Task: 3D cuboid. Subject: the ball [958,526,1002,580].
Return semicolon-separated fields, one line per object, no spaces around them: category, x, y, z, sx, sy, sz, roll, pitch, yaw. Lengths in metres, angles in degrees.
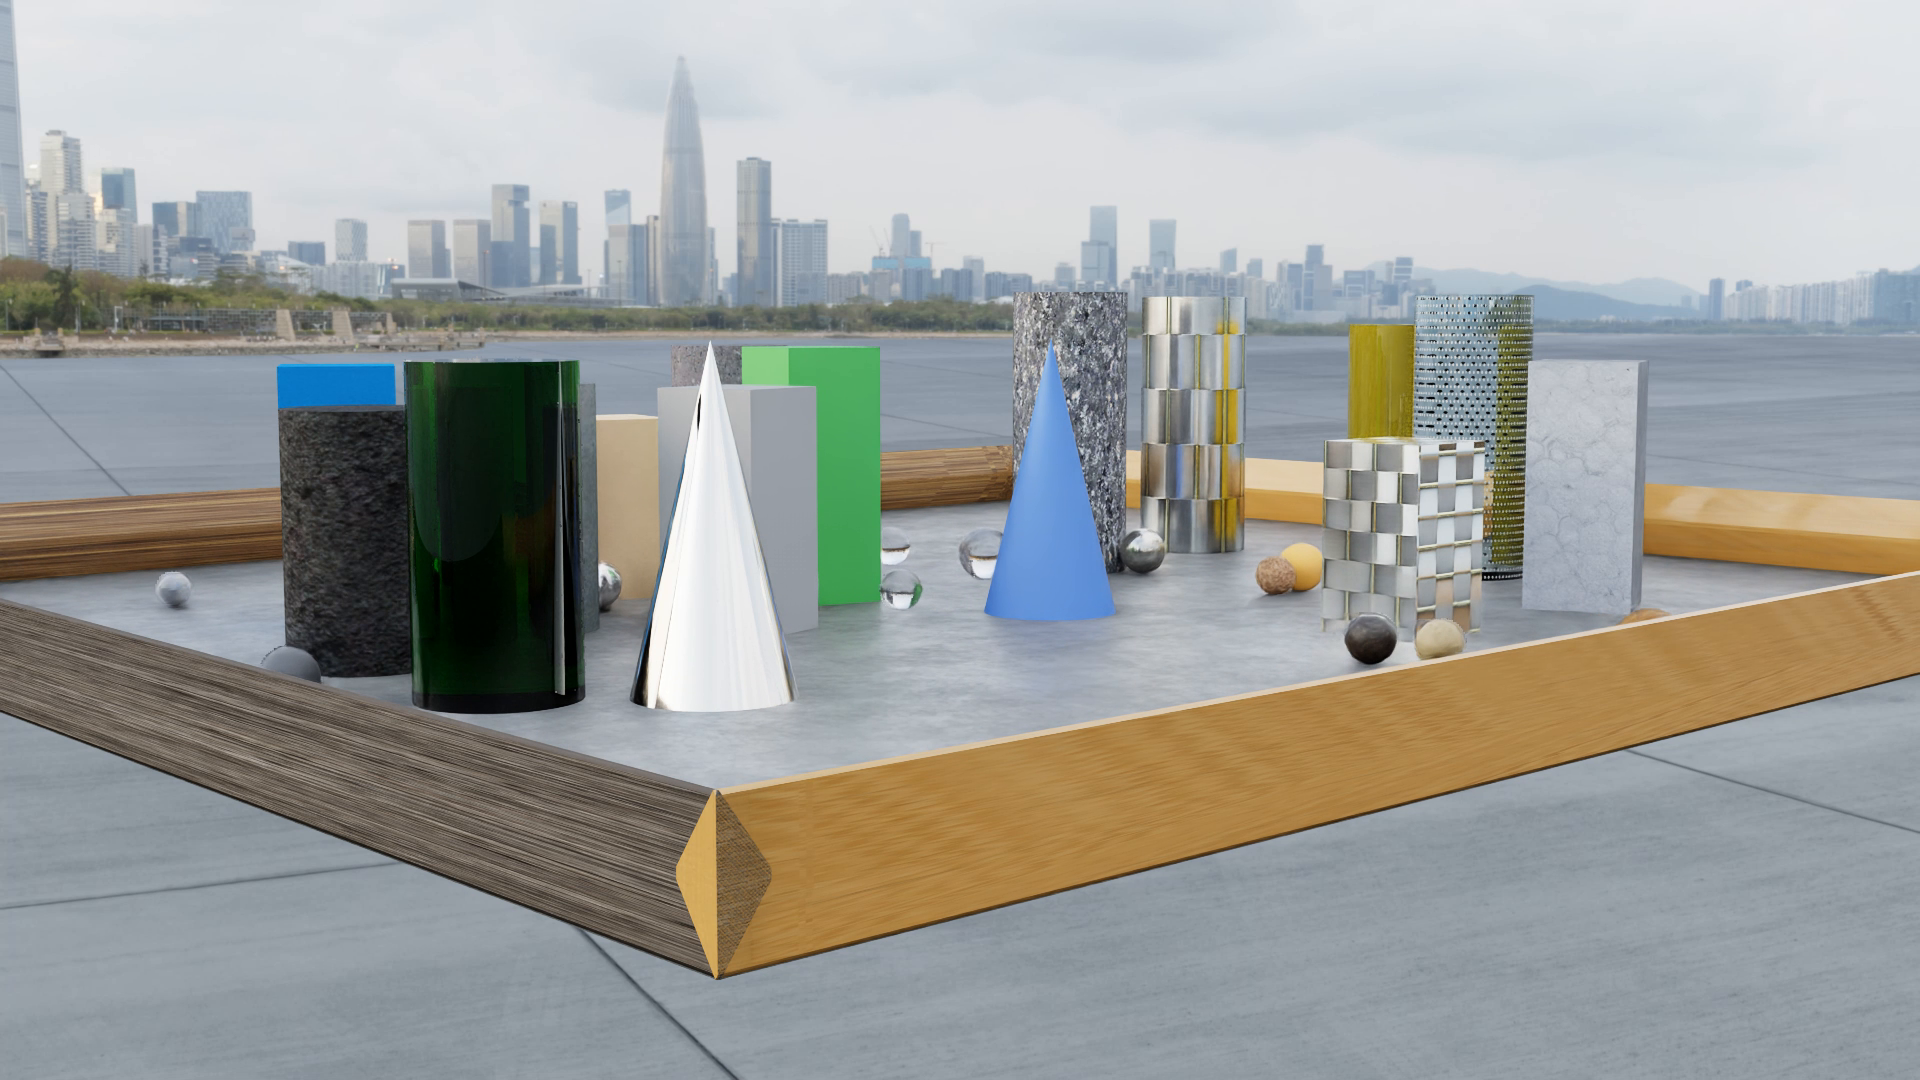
ball;0.042;0.021;3.637;0.088;0.088;0.088;0;6;0

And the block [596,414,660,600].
block;-0.554;-0.053;3.442;0.156;0.277;0.156;-3;7;-30

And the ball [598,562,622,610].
ball;-0.540;0.067;3.273;0.072;0.072;0.072;0;6;0

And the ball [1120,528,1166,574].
ball;0.310;0.019;3.721;0.076;0.076;0.076;0;6;0

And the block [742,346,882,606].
block;-0.228;-0.102;3.377;0.156;0.388;0.156;-4;7;-32

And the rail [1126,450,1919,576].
rail;1.009;-0.064;4.258;0.045;0.127;2.551;-5;8;-42

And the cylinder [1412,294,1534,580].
cylinder;0.858;-0.176;3.692;0.195;0.468;0.195;0;6;0

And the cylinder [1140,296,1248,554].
cylinder;0.435;-0.217;4.097;0.195;0.467;0.195;0;6;0

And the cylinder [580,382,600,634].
cylinder;-0.603;-0.046;3.060;0.195;0.343;0.195;0;6;0

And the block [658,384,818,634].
block;-0.306;-0.043;3.047;0.156;0.338;0.156;4;7;30

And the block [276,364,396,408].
block;-0.876;-0.064;3.111;0.156;0.367;0.156;-2;6;-15

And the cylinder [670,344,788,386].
cylinder;-0.387;-0.136;3.709;0.195;0.385;0.195;0;6;0

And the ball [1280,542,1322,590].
ball;0.542;0.043;3.490;0.076;0.076;0.076;0;6;0

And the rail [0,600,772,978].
rail;-1.009;0.130;2.406;0.045;0.127;2.551;-5;8;-42

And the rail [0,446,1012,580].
rail;-0.849;-0.063;4.247;2.793;0.127;0.045;-5;8;-42

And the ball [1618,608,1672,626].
ball;0.830;0.126;2.643;0.088;0.088;0.088;0;6;0

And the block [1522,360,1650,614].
block;0.941;-0.085;3.308;0.156;0.368;0.156;2;6;23

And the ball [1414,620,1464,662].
ball;0.596;0.130;2.735;0.060;0.060;0.060;0;6;0

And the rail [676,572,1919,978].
rail;0.849;0.129;2.417;2.793;0.127;0.045;-5;8;-42

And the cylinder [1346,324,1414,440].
cylinder;0.792;-0.176;3.939;0.195;0.418;0.195;0;6;0

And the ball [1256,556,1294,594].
ball;0.493;0.055;3.443;0.061;0.061;0.061;0;6;0

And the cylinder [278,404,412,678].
cylinder;-0.746;-0.003;2.749;0.195;0.323;0.195;0;6;0

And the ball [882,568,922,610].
ball;-0.087;0.073;3.274;0.061;0.061;0.061;0;6;0

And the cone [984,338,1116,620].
cone;0.133;-0.095;3.234;0.195;0.403;0.195;0;6;0

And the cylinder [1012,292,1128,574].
cylinder;0.188;-0.186;3.768;0.195;0.473;0.195;0;6;0

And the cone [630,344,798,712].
cone;-0.284;-0.023;2.519;0.195;0.409;0.195;0;6;0

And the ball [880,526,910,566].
ball;-0.121;0.011;3.840;0.067;0.067;0.067;0;6;0

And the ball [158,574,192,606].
ball;-1.184;0.075;3.314;0.049;0.049;0.049;0;6;0

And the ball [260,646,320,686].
ball;-0.754;0.154;2.473;0.067;0.067;0.067;0;6;0

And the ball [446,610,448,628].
ball;-0.713;0.105;2.895;0.077;0.077;0.077;0;6;0

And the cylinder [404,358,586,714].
cylinder;-0.529;-0.010;2.504;0.195;0.387;0.195;0;6;0

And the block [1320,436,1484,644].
block;0.611;-0.005;3.037;0.156;0.265;0.156;-6;8;-43

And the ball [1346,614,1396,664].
ball;0.517;0.125;2.770;0.064;0.064;0.064;0;6;0

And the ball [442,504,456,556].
ball;-0.904;-0.017;3.966;0.095;0.095;0.095;0;6;0
